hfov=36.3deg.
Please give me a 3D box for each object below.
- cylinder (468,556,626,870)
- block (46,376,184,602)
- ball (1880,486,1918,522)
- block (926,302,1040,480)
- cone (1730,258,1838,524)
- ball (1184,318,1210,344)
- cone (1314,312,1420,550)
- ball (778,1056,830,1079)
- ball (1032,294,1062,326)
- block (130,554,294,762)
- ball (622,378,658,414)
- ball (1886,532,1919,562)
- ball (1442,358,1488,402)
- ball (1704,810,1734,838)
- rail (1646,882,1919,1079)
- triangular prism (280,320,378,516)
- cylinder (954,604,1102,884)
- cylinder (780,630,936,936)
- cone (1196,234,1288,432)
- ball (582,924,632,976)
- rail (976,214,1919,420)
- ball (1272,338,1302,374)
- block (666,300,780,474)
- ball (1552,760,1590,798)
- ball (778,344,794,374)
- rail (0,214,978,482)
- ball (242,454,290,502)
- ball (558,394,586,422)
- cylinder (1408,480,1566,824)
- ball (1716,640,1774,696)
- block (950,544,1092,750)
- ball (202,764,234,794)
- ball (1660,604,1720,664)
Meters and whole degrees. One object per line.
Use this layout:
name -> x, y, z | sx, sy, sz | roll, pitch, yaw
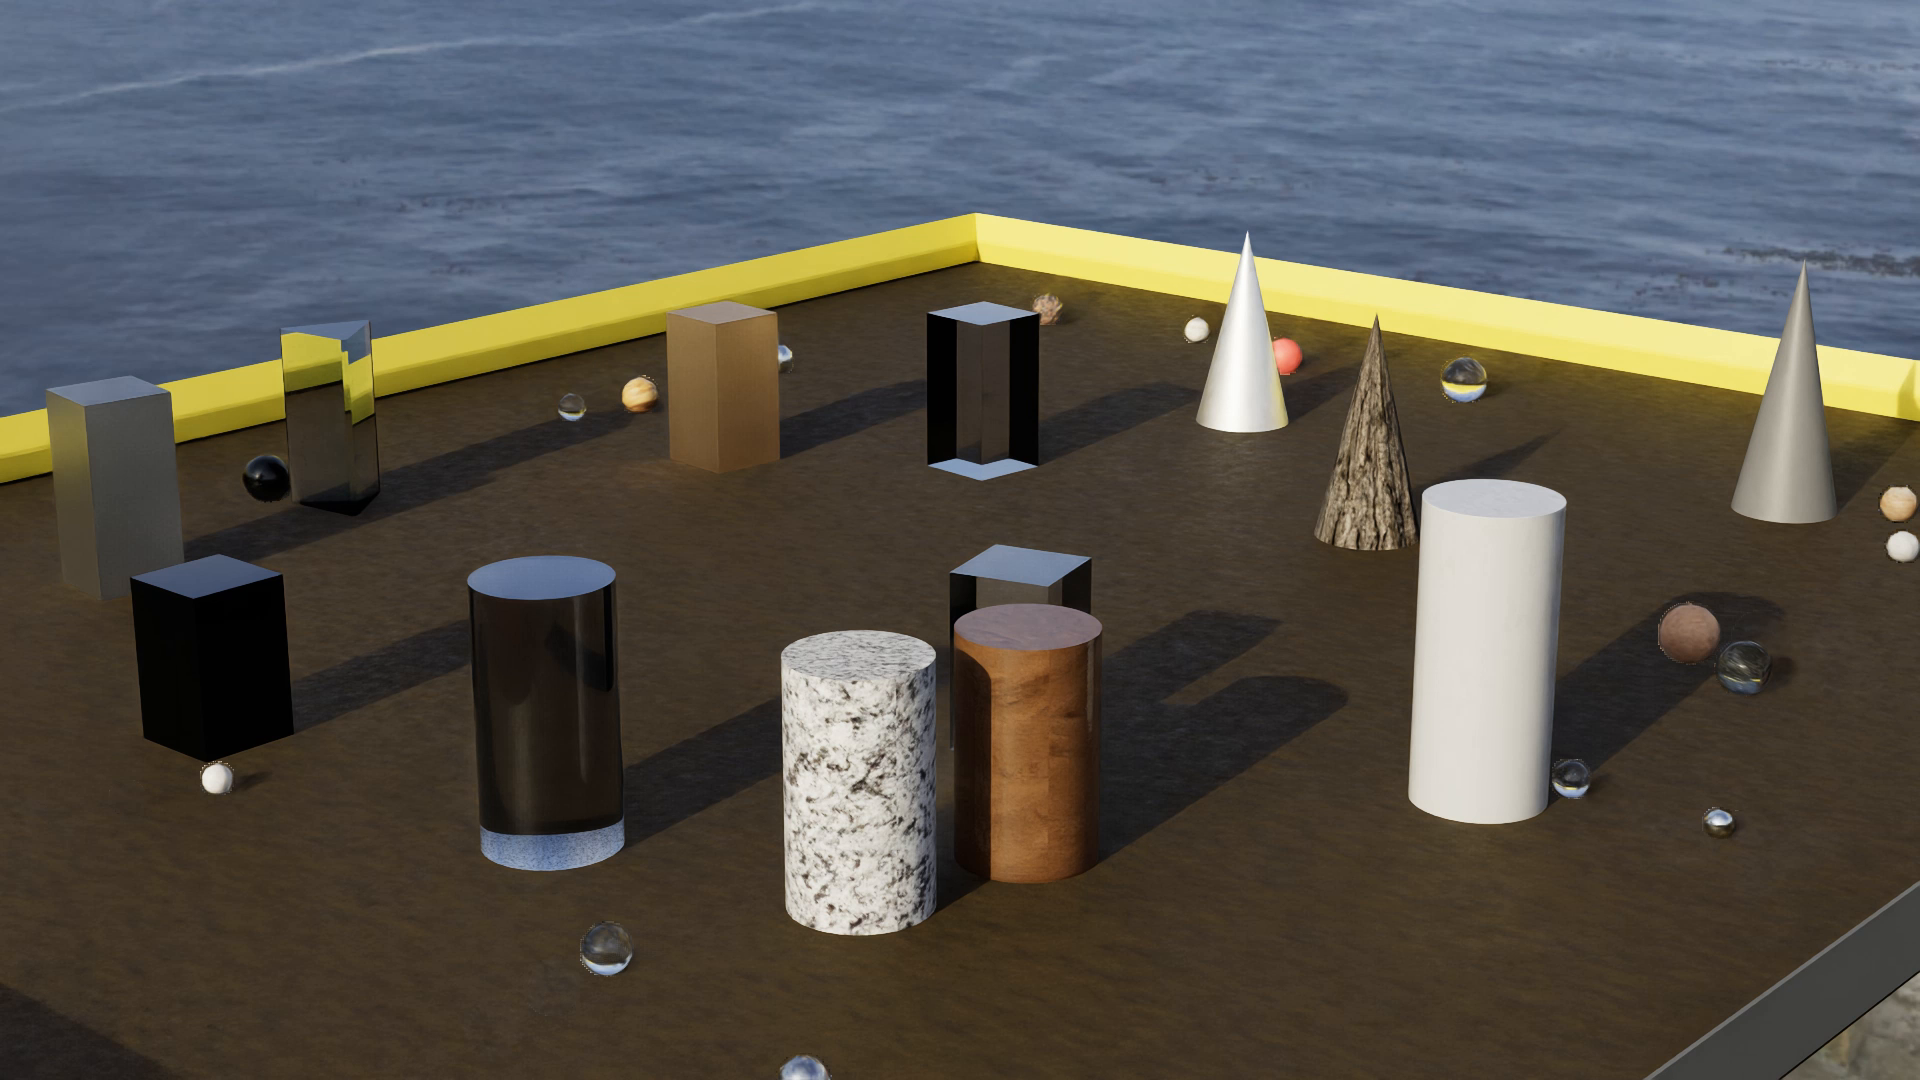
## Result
cylinder -> -0.564, 0.235, 4.008 | 0.199, 0.386, 0.199 | 0, 17, 0
block -> -1.484, -0.093, 5.157 | 0.159, 0.350, 0.159 | -14, 22, -38
ball -> 1.781, -0.068, 5.561 | 0.068, 0.068, 0.068 | 0, 17, 0
block -> 0.046, -0.302, 5.909 | 0.159, 0.317, 0.159 | -15, 22, -41
cone -> 1.589, -0.296, 5.584 | 0.199, 0.492, 0.199 | 0, 17, 0
ball -> 0.567, -0.501, 7.016 | 0.060, 0.060, 0.060 | 0, 17, 0
cone -> 0.763, -0.214, 5.427 | 0.199, 0.426, 0.199 | 0, 17, 0
ball -> -0.177, 0.613, 3.317 | 0.059, 0.059, 0.059 | 0, 17, 0
ball -> 0.214, -0.566, 7.204 | 0.076, 0.076, 0.076 | 0, 17, 0
block -> -1.128, 0.176, 4.426 | 0.159, 0.256, 0.159 | 14, 22, 39
ball -> -0.694, -0.313, 6.358 | 0.078, 0.078, 0.078 | 0, 17, 0
ball -> 1.710, 0.012, 5.315 | 0.057, 0.057, 0.057 | 0, 17, 0
ball -> 1.110, -0.352, 6.450 | 0.099, 0.099, 0.099 | 0, 17, 0
ball -> 1.055, 0.395, 4.074 | 0.041, 0.041, 0.041 | 0, 17, 0
rail -> 1.429, 0.390, 3.932 | 0.045, 0.129, 4.541 | 14, 22, 39
triangular prism -> -1.186, -0.243, 5.664 | 0.172, 0.345, 0.149 | 11, 20, 33
cylinder -> 0.091, 0.274, 3.975 | 0.199, 0.330, 0.199 | 0, 17, 0
cylinder -> -0.130, 0.313, 3.814 | 0.199, 0.347, 0.199 | 0, 17, 0
cone -> 0.607, -0.455, 6.250 | 0.199, 0.414, 0.199 | 0, 17, 0
ball -> -0.439, 0.510, 3.651 | 0.064, 0.064, 0.064 | 0, 17, 0
rail -> 1.473, -0.457, 6.744 | 3.832, 0.129, 0.045 | 14, 22, 39
ball -> 0.741, -0.421, 6.709 | 0.082, 0.082, 0.082 | 0, 17, 0
block -> -0.481, -0.312, 5.960 | 0.159, 0.307, 0.159 | -15, 22, -41
ball -> 0.879, 0.344, 4.217 | 0.054, 0.054, 0.054 | 0, 17, 0
ball -> -0.415, -0.414, 6.712 | 0.067, 0.067, 0.067 | 0, 17, 0
rail -> -1.429, -0.325, 6.308 | 0.045, 0.129, 4.541 | 14, 22, 39
ball -> -1.346, -0.120, 5.696 | 0.092, 0.092, 0.092 | 0, 17, 0
ball -> -0.834, -0.285, 6.299 | 0.058, 0.058, 0.058 | 0, 17, 0
cylinder -> 0.746, 0.156, 4.159 | 0.199, 0.448, 0.199 | 0, 17, 0
ball -> 1.241, 0.202, 4.634 | 0.086, 0.086, 0.086 | 0, 17, 0
block -> 0.091, 0.171, 4.404 | 0.159, 0.279, 0.159 | 8, 19, 25
ball -> -1.072, 0.345, 4.232 | 0.044, 0.044, 0.044 | 0, 17, 0
ball -> 1.191, 0.153, 4.781 | 0.096, 0.096, 0.096 | 0, 17, 0
